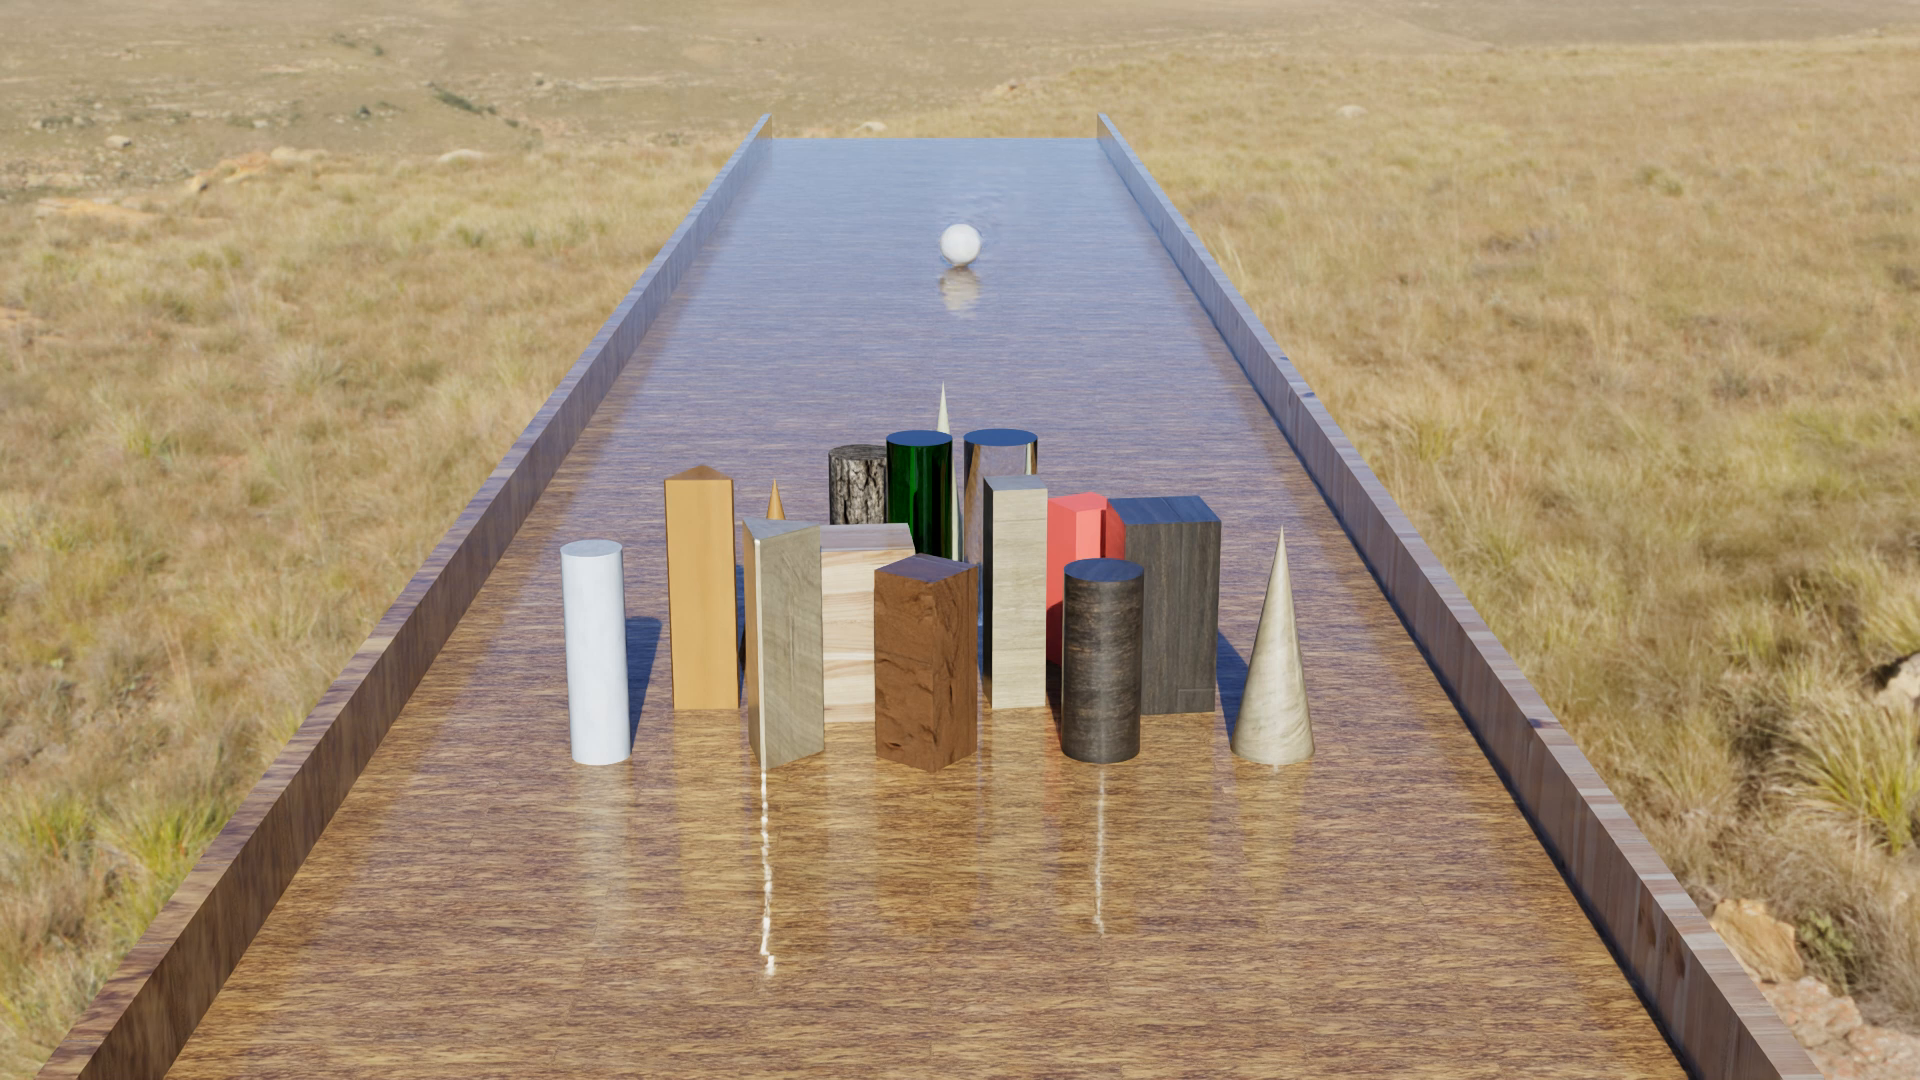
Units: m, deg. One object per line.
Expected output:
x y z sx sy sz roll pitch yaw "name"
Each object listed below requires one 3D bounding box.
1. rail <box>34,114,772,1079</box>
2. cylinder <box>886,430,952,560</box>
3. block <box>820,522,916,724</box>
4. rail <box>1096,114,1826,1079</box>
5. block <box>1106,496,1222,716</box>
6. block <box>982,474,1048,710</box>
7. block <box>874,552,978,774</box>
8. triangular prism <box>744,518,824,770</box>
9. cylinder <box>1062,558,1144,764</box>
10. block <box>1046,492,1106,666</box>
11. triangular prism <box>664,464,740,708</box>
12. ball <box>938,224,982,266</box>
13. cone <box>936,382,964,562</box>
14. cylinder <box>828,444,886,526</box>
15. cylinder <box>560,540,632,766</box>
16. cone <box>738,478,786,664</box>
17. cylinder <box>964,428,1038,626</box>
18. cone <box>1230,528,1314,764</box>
-1.118 -0.838 7.780 0.050 0.150 12.000 0 17 -1 "rail"
-0.080 0.017 4.374 0.131 0.453 0.131 0 17 0 "cylinder"
-0.177 0.154 4.128 0.175 0.332 0.175 -2 17 -6 "block"
0.932 -0.844 7.801 0.050 0.150 12.000 0 17 -1 "rail"
0.379 0.123 4.160 0.179 0.373 0.179 -2 17 -7 "block"
0.103 0.098 4.148 0.102 0.427 0.102 -3 17 -9 "block"
-0.059 0.216 3.890 0.129 0.349 0.129 12 21 36 "block"
-0.338 0.176 3.894 0.141 0.423 0.122 -16 23 -42 "triangular prism"
0.253 0.214 3.913 0.142 0.338 0.142 0 17 0 "cylinder"
0.244 0.084 4.365 0.110 0.331 0.110 -10 19 -29 "block"
-0.481 0.088 4.145 0.125 0.447 0.108 -1 17 -2 "triangular prism"
0.002 -1.205 8.970 0.175 0.175 0.175 0 17 0 "ball"
-0.037 -0.129 4.855 0.117 0.459 0.117 0 17 0 "cone"
-0.206 -0.015 4.657 0.139 0.353 0.139 0 17 0 "cylinder"
-0.642 0.199 3.885 0.107 0.384 0.107 0 17 0 "cylinder"
-0.366 0.053 4.397 0.164 0.371 0.164 0 17 0 "cone"
0.084 -0.025 4.623 0.155 0.393 0.155 0 17 0 "cylinder"
0.563 0.173 3.903 0.152 0.423 0.152 0 17 0 "cone"
